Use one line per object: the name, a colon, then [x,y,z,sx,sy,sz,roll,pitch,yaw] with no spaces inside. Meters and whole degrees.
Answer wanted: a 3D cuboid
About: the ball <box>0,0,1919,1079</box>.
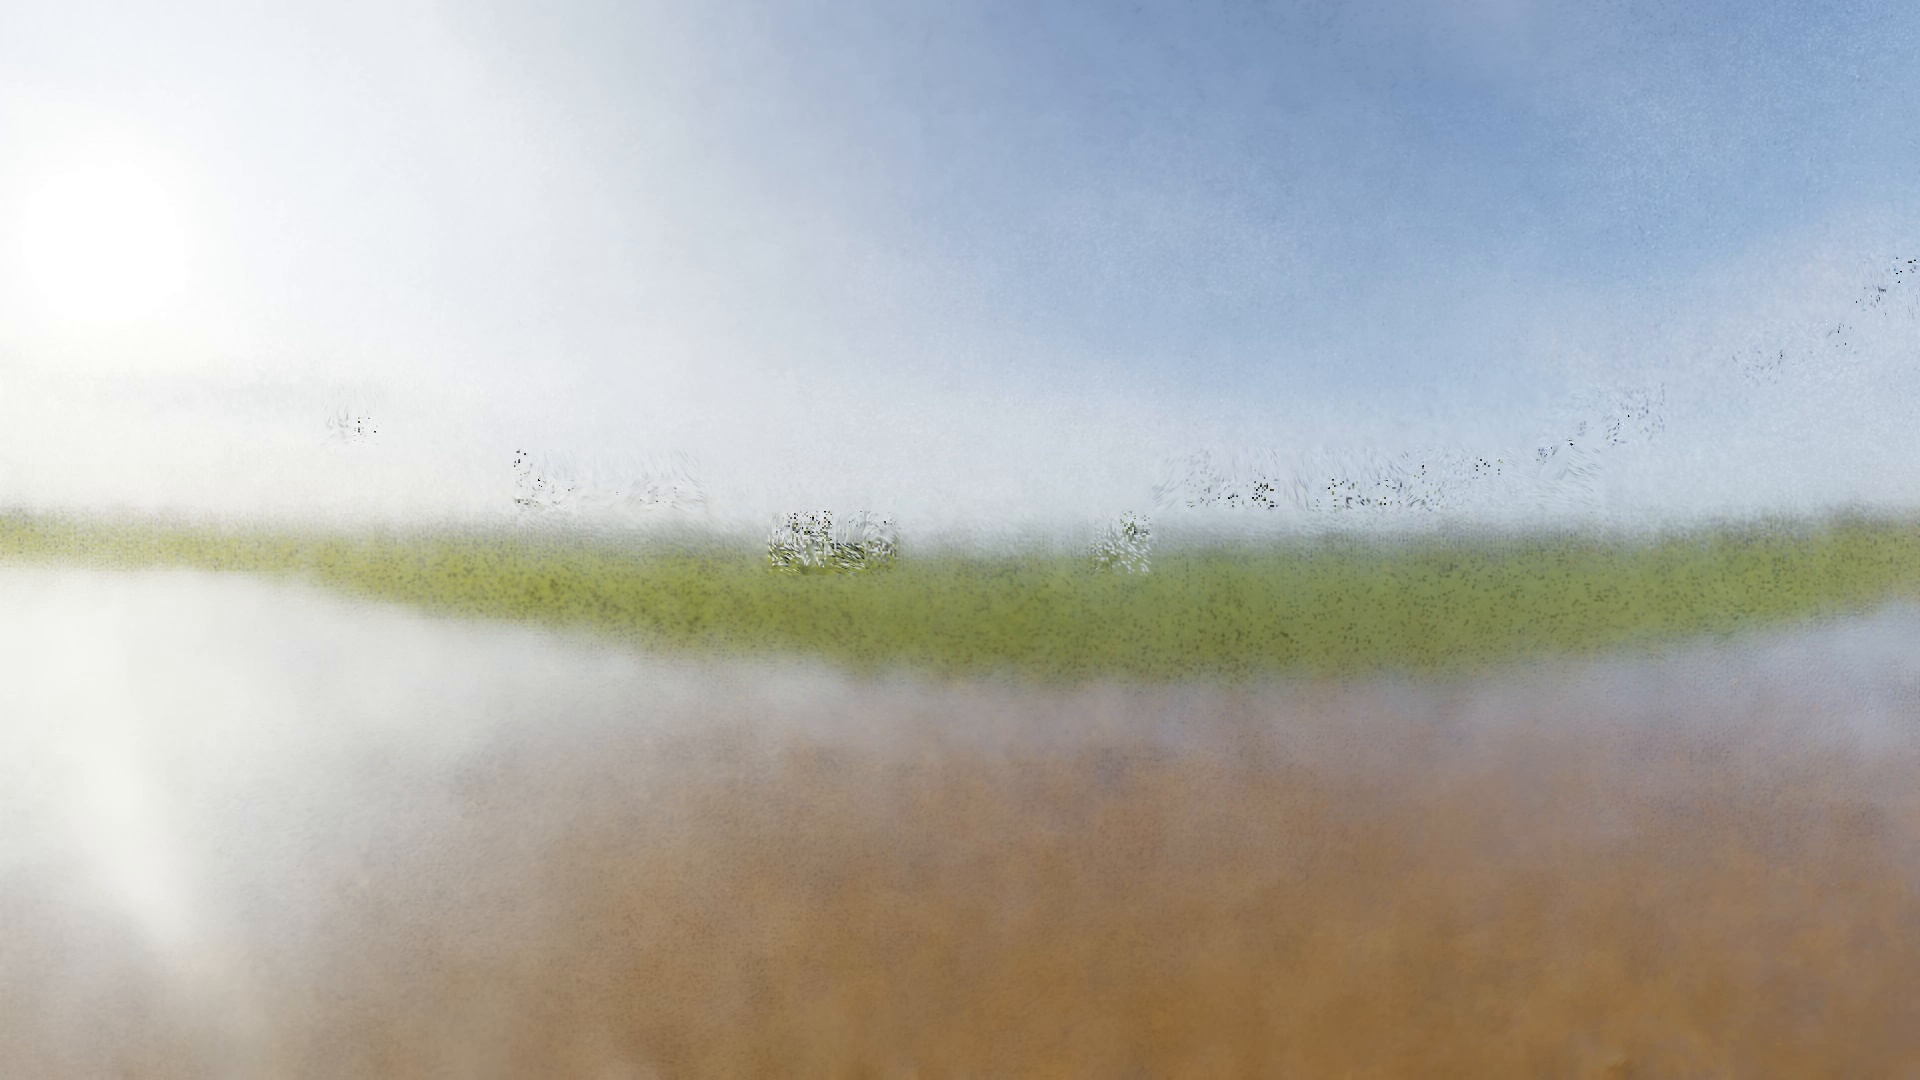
ball: [0.000,-0.002,0.056,0.080,0.080,0.080,0,4,0]
